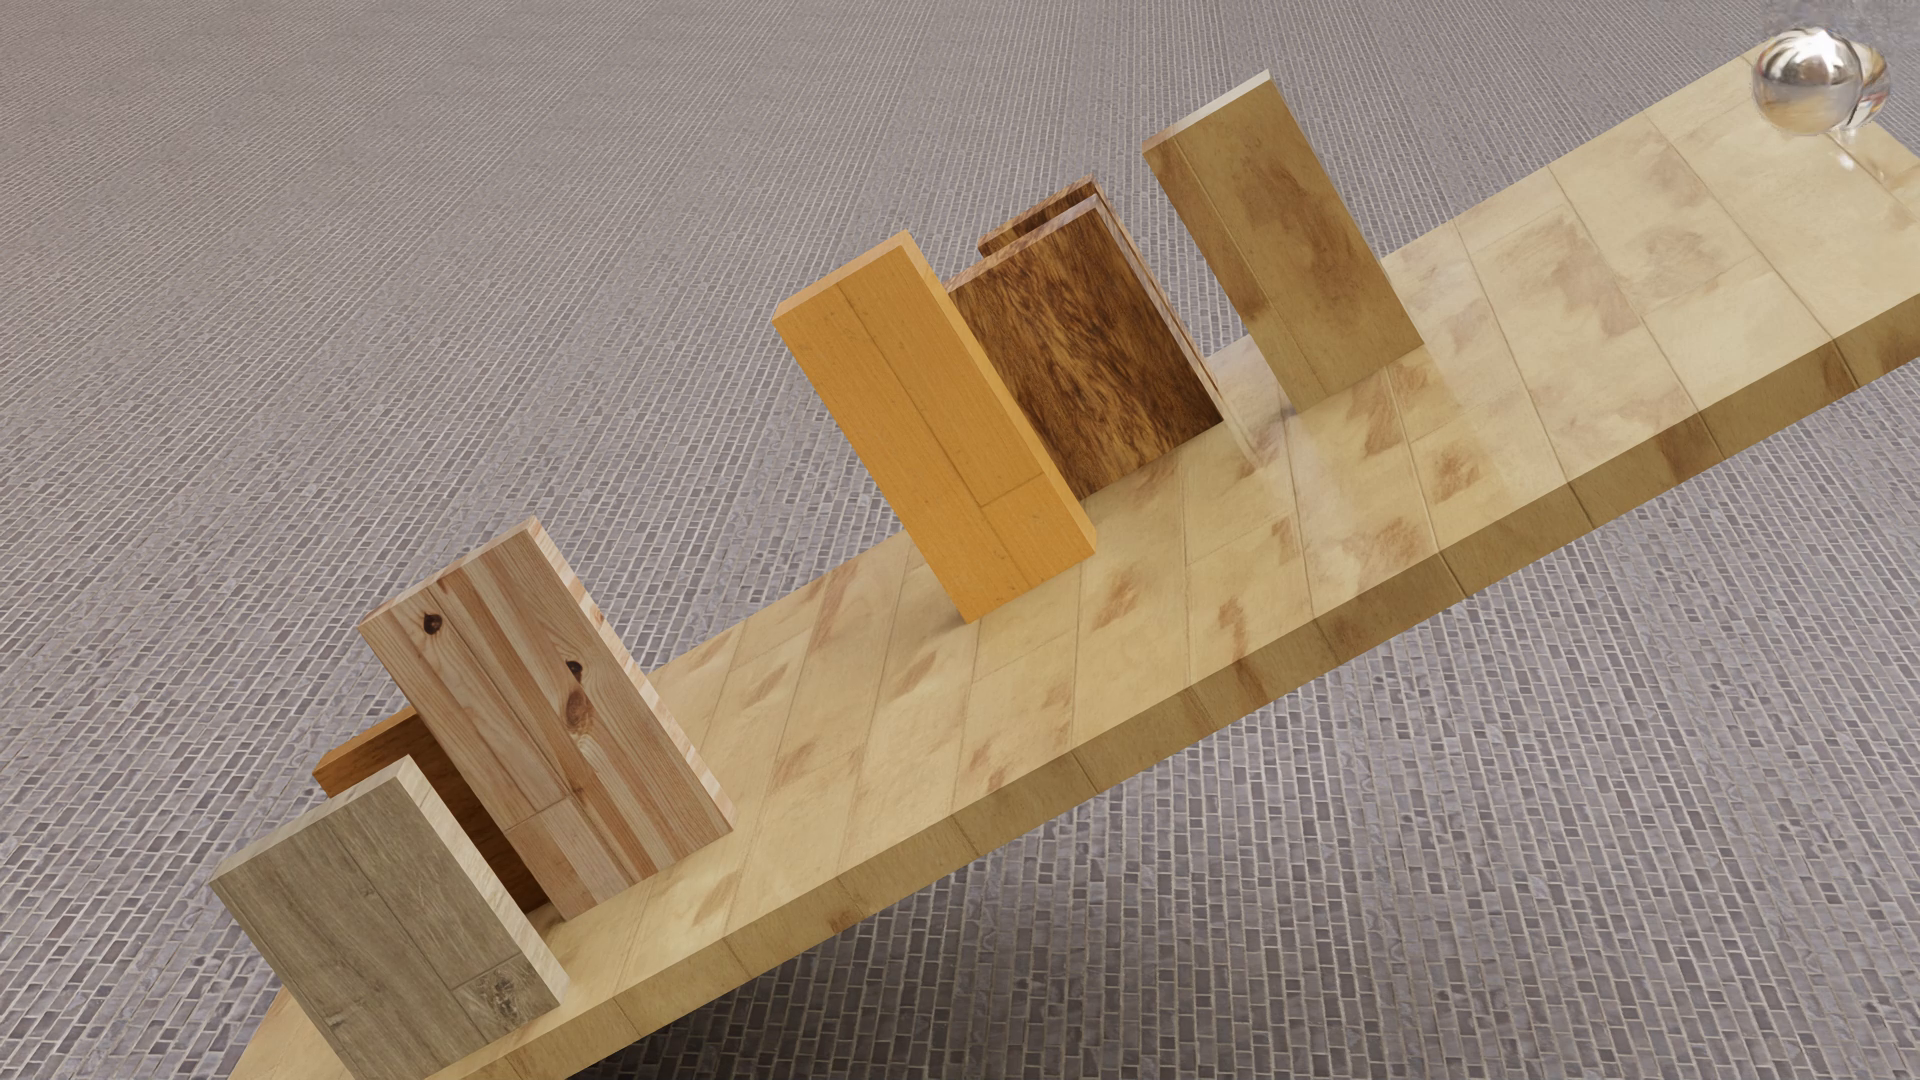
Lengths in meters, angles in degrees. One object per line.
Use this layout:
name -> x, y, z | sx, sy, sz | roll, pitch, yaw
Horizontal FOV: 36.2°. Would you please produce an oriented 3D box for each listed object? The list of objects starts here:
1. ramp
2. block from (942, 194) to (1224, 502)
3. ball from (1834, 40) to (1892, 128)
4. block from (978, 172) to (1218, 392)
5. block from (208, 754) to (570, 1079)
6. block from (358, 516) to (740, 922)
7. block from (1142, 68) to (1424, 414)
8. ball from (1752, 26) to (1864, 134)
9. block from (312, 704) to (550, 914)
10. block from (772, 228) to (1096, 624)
ramp -> 0.141, 0.169, 6.289 | 4.000, 0.100, 2.000 | -29, 15, 13
block -> 0.267, -0.419, 6.607 | 0.422, 0.564, 0.142 | -29, 15, 13
ball -> 1.764, -0.907, 5.854 | 0.172, 0.172, 0.172 | 0, 19, 0
block -> 0.321, -0.522, 6.803 | 0.303, 0.575, 0.095 | -29, 15, 13
block -> -1.095, 0.756, 5.669 | 0.443, 0.554, 0.104 | -29, 15, 13
block -> -0.831, 0.369, 5.968 | 0.415, 0.754, 0.084 | -29, 15, 13
block -> 0.685, -0.629, 6.233 | 0.306, 0.658, 0.117 | -29, 15, 13
ball -> 1.605, -0.870, 5.570 | 0.204, 0.204, 0.204 | 0, 19, 0
block -> -1.080, 0.594, 6.262 | 0.357, 0.500, 0.096 | -29, 15, 13
block -> -0.048, -0.237, 6.243 | 0.319, 0.781, 0.145 | -29, 15, 13
